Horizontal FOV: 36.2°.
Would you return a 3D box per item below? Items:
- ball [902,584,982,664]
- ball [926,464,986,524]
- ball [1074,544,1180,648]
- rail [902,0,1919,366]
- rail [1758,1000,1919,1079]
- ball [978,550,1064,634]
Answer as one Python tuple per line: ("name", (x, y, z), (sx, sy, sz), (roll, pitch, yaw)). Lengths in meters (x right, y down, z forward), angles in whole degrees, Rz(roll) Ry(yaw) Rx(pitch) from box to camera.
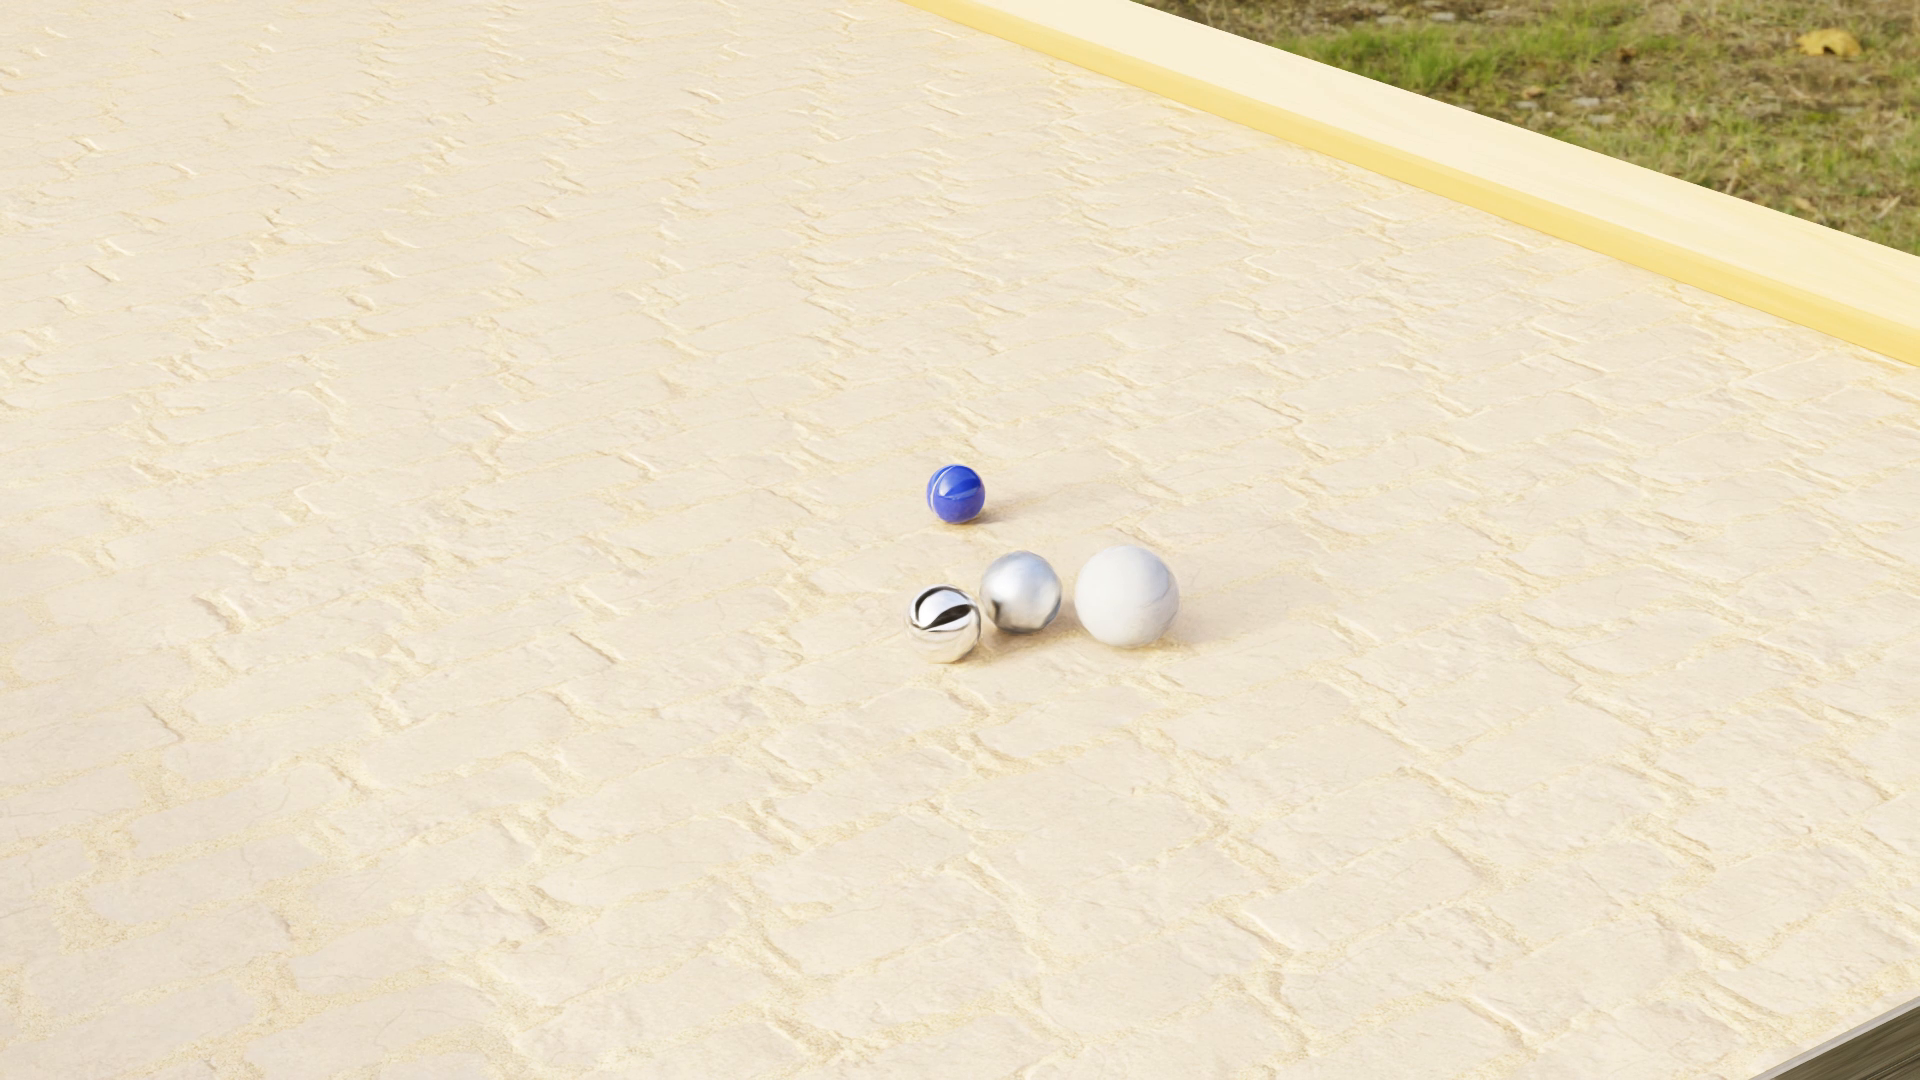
("ball", (-0.013, 0.059, 2.092), (0.057, 0.057, 0.057), (0, 24, 0))
("ball", (-0.003, -0.037, 2.315), (0.048, 0.048, 0.048), (0, 24, 0))
("ball", (0.120, 0.040, 2.112), (0.075, 0.075, 0.075), (0, 24, 0))
("rail", (0.258, -0.538, 3.362), (0.045, 0.097, 3.542), (-16, 29, -32))
("rail", (0.495, 0.273, 1.568), (1.920, 0.097, 0.045), (-16, 29, -32))
("ball", (0.044, 0.038, 2.134), (0.061, 0.061, 0.061), (0, 24, 0))
